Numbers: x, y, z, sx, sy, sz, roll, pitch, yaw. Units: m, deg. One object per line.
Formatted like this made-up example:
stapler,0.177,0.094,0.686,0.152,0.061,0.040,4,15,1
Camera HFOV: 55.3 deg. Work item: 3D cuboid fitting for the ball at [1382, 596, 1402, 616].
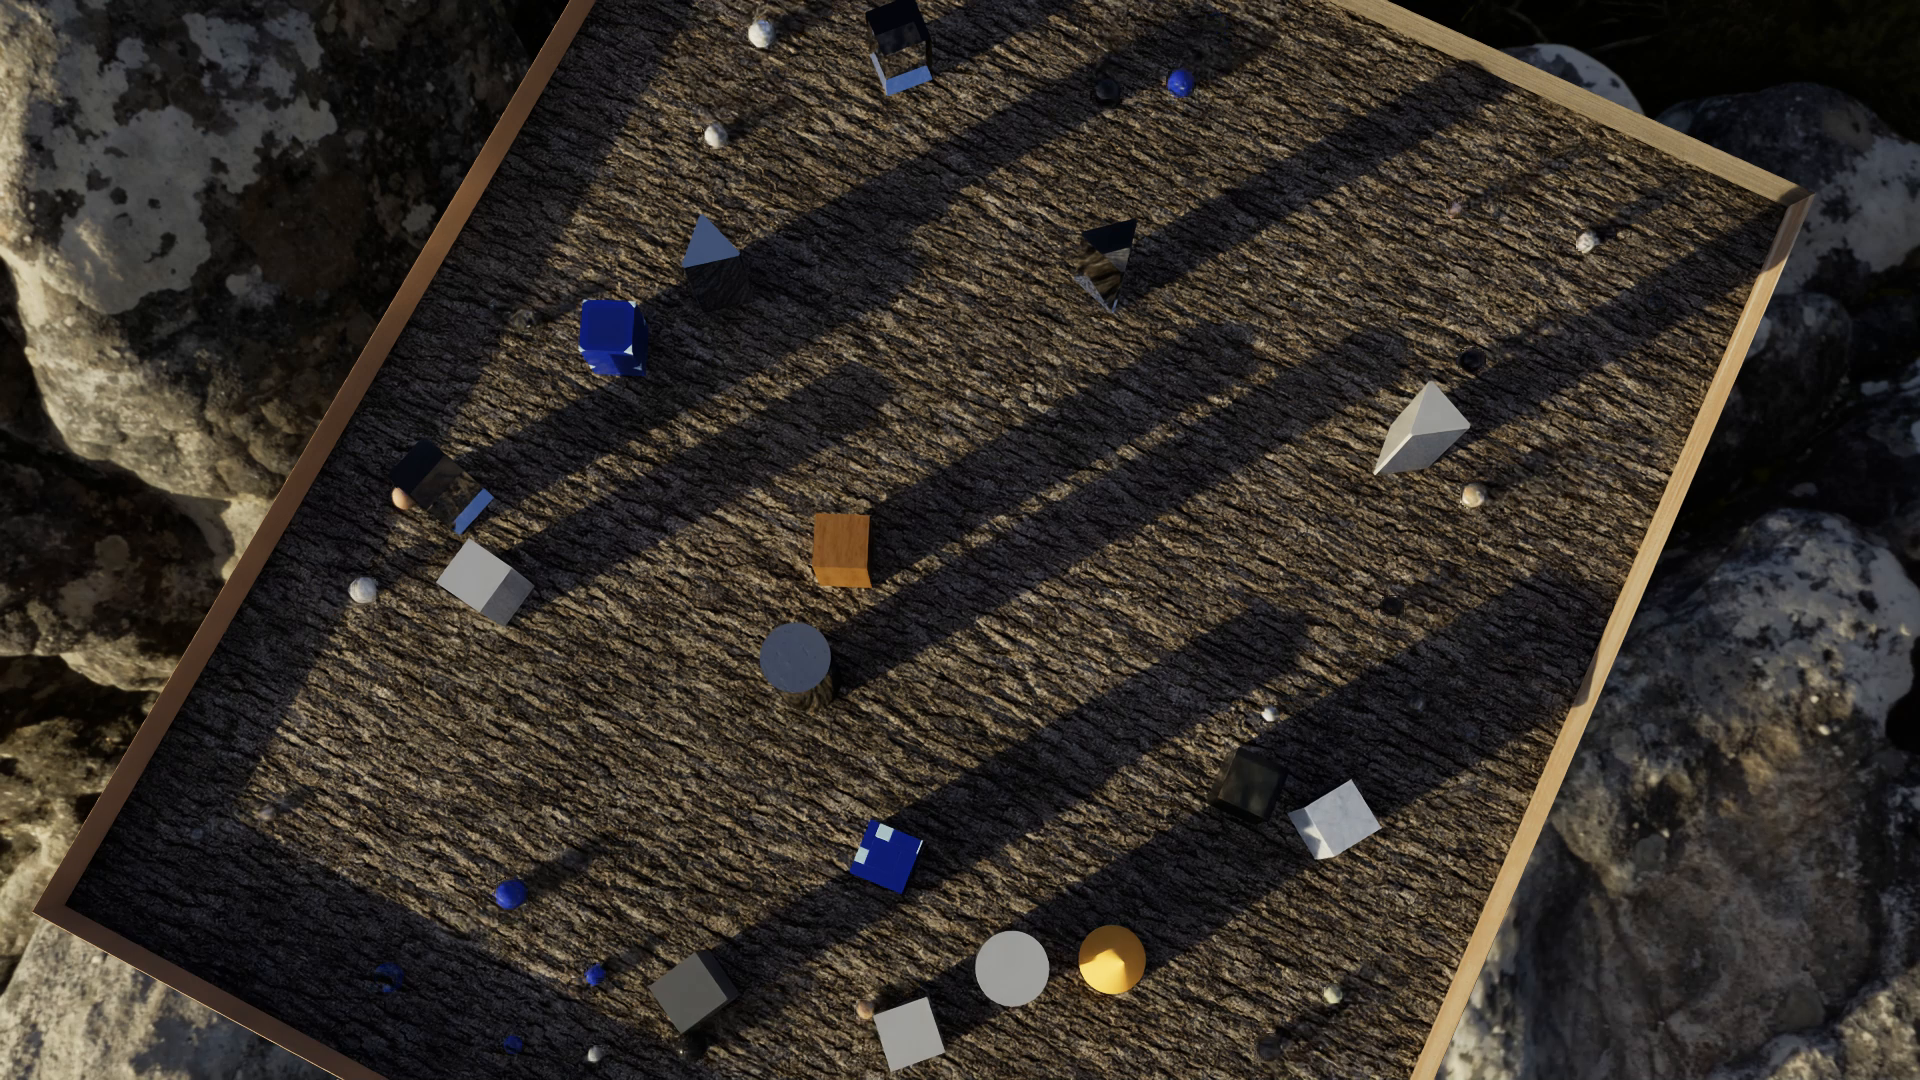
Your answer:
ball,1.308,0.201,5.545,0.059,0.059,0.059,0,78,0

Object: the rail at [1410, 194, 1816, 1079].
rail,1.674,0.827,5.379,0.045,0.128,4.352,26,80,5

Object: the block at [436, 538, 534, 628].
block,-1.405,0.131,5.442,0.158,0.290,0.158,33,80,6

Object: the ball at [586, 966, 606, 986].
ball,-1.060,1.266,5.326,0.055,0.055,0.055,0,78,0

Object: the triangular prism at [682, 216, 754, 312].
triangular prism,-0.745,-0.847,5.582,0.171,0.411,0.148,-13,79,-3

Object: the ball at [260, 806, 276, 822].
ball,-2.049,0.811,5.424,0.047,0.047,0.047,0,78,0

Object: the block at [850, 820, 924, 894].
block,-0.207,0.915,5.269,0.158,0.309,0.158,21,79,4

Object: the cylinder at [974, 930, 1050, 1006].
cylinder,0.140,1.192,5.127,0.197,0.476,0.197,0,78,0

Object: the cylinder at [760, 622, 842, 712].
cylinder,-0.456,0.373,5.302,0.197,0.466,0.197,0,78,0

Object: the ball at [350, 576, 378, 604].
ball,-1.805,0.151,5.544,0.081,0.081,0.081,0,78,0

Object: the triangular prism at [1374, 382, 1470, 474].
triangular prism,1.353,-0.334,5.444,0.171,0.474,0.148,-8,78,-2

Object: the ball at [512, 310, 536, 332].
ball,-1.361,-0.685,5.723,0.069,0.069,0.069,0,78,0

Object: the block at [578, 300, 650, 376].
block,-1.058,-0.617,5.615,0.158,0.253,0.158,2,78,0

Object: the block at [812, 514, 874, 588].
block,-0.344,0.034,5.450,0.158,0.313,0.158,2,78,0

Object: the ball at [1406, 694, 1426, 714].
ball,1.366,0.490,5.486,0.057,0.057,0.057,0,78,0

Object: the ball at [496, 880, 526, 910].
ball,-1.314,1.037,5.357,0.088,0.088,0.088,0,78,0

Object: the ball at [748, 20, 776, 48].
ball,-0.639,-1.632,5.910,0.087,0.087,0.087,0,78,0

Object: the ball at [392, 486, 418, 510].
ball,-1.695,-0.132,5.604,0.079,0.079,0.079,0,78,0

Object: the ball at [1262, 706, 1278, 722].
ball,0.930,0.521,5.484,0.048,0.048,0.048,0,78,0

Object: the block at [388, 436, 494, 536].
block,-1.545,-0.158,5.468,0.158,0.355,0.158,39,81,7

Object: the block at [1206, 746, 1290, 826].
block,0.835,0.718,5.334,0.158,0.263,0.158,24,79,5

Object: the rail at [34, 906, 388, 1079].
rail,-0.962,1.892,5.158,3.791,0.128,0.045,26,80,5

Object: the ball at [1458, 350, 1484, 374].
ball,1.589,-0.556,5.694,0.074,0.074,0.074,0,78,0

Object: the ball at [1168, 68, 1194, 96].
ball,0.711,-1.470,5.878,0.084,0.084,0.084,0,78,0

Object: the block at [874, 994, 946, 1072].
block,-0.141,1.391,5.190,0.158,0.272,0.158,-19,79,-4

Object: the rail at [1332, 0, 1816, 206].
rail,0.962,-1.878,5.939,3.791,0.128,0.045,26,80,5

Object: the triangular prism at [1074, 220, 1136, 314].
triangular prism,0.472,-0.861,5.601,0.171,0.379,0.148,44,82,8

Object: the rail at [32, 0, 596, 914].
rail,-1.674,-0.813,5.718,0.045,0.128,4.352,26,80,5

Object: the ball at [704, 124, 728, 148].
ball,-0.778,-1.291,5.847,0.073,0.073,0.073,0,78,0

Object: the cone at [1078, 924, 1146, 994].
cone,0.446,1.186,5.167,0.197,0.400,0.197,0,78,0

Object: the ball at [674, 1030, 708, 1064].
ball,-0.772,1.455,5.267,0.094,0.094,0.094,0,78,0

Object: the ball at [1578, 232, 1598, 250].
ball,1.981,-0.943,5.781,0.061,0.061,0.061,0,78,0

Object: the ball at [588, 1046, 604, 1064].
ball,-1.051,1.485,5.286,0.046,0.046,0.046,0,78,0

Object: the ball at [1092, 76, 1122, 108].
ball,0.470,-1.432,5.863,0.099,0.099,0.099,0,78,0

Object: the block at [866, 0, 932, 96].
block,-0.191,-1.560,5.796,0.158,0.282,0.158,-21,79,-4

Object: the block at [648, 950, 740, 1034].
block,-0.750,1.280,5.200,0.158,0.296,0.158,-36,81,-7

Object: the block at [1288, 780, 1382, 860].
block,1.080,0.812,5.305,0.158,0.282,0.158,-30,80,-6

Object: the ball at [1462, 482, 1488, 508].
ball,1.573,-0.137,5.606,0.077,0.077,0.077,0,78,0

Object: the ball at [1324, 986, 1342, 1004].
ball,1.085,1.320,5.317,0.051,0.051,0.051,0,78,0

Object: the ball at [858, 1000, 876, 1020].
ball,-0.271,1.361,5.304,0.054,0.054,0.054,0,78,0

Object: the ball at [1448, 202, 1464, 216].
ball,1.572,-1.047,5.810,0.045,0.045,0.045,0,78,0

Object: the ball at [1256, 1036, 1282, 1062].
ball,0.888,1.465,5.276,0.073,0.073,0.073,0,78,0
